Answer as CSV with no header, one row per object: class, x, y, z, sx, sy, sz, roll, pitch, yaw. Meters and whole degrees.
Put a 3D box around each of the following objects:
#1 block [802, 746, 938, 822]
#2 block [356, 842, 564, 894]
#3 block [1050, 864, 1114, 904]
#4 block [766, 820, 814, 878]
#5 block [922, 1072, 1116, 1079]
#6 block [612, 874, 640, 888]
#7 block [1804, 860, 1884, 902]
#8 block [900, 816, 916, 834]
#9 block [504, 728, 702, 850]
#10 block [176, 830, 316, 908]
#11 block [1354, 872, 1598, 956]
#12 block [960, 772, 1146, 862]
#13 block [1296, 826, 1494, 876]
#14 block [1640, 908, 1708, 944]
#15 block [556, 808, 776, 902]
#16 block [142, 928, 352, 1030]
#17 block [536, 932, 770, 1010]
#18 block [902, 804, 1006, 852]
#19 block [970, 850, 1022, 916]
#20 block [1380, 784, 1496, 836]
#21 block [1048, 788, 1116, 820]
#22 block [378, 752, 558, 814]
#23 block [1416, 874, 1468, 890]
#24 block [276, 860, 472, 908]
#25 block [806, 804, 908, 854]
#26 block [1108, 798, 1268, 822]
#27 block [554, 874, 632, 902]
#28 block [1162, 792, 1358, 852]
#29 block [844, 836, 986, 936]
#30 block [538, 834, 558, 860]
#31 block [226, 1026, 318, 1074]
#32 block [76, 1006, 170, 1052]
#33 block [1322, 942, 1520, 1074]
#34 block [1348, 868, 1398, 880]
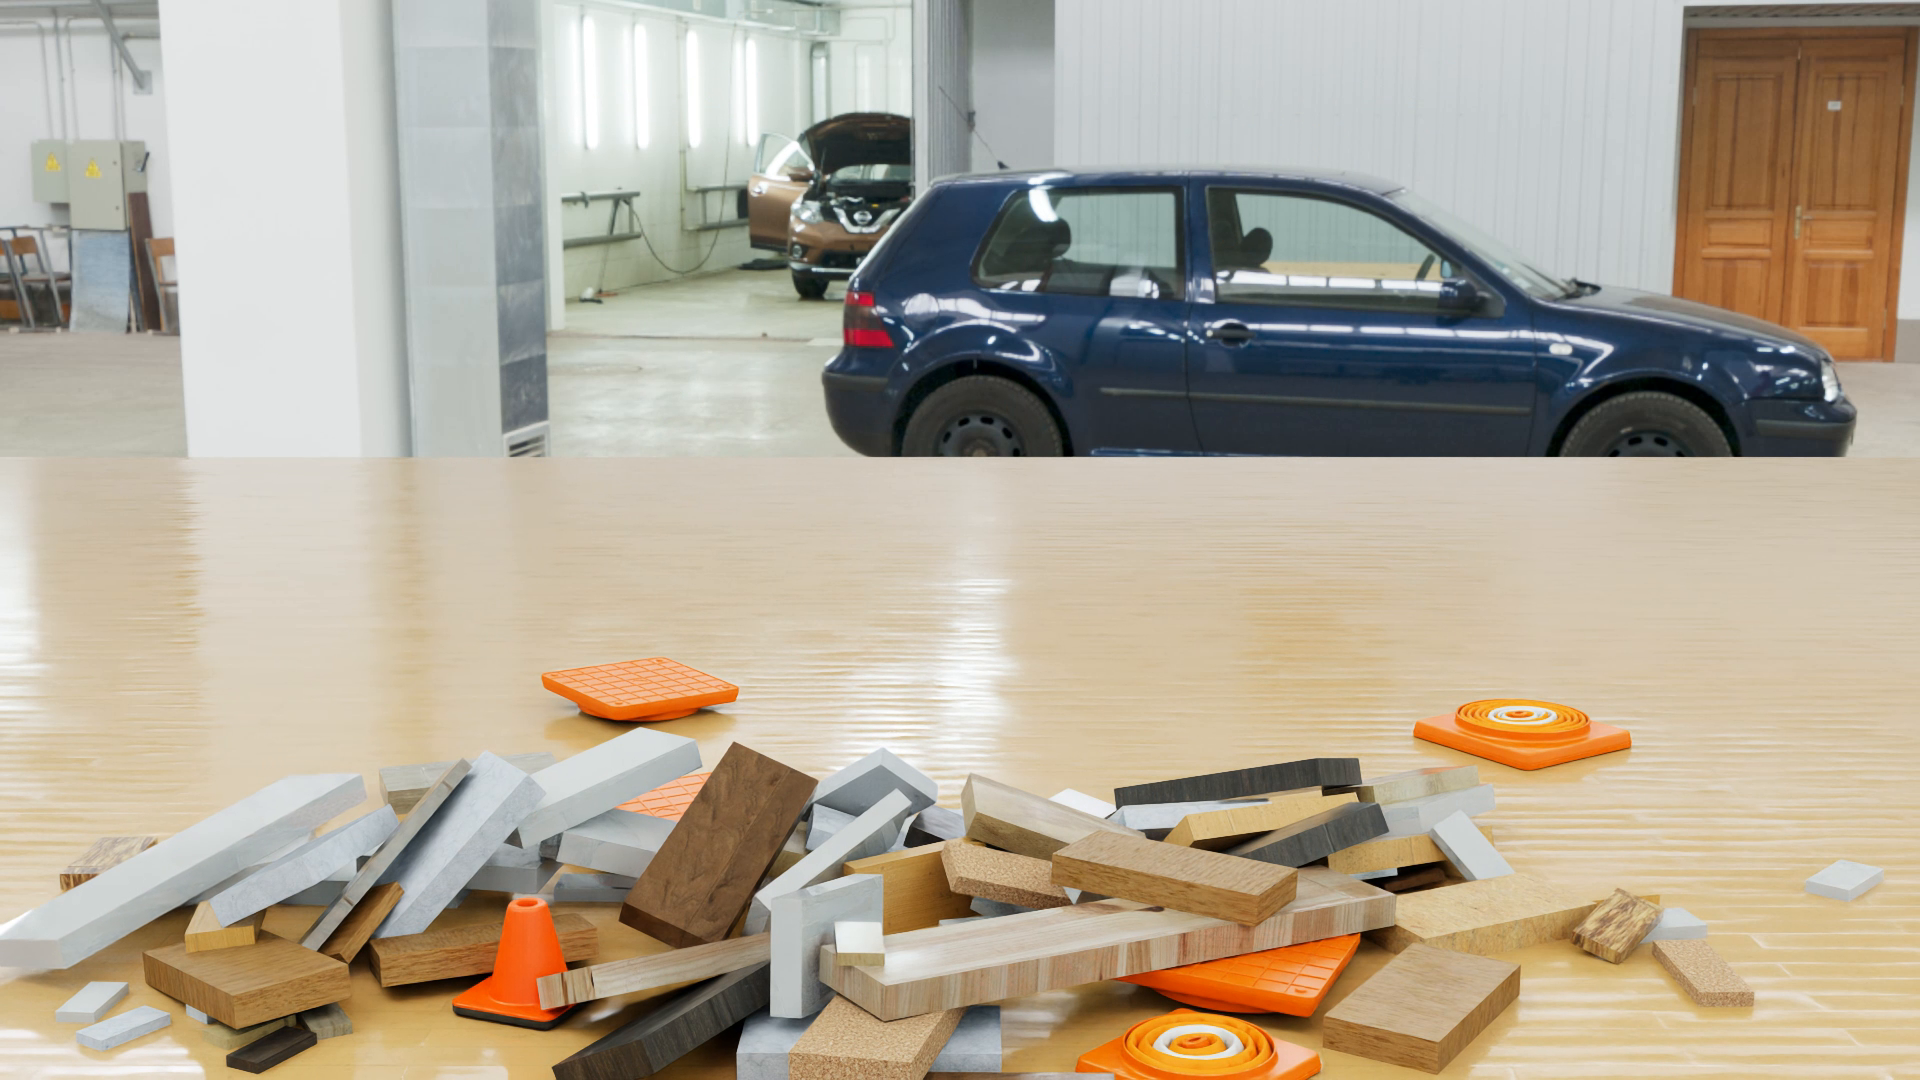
block,-0.179,0.451,3.745,0.266,0.133,0.038,-32,35,32
block,-0.825,0.529,3.643,0.302,0.043,0.151,3,11,6
block,0.254,0.554,3.493,0.208,0.029,0.104,16,21,-28
block,-0.281,0.517,3.671,0.352,0.050,0.176,15,9,-6
block,0.035,0.730,2.785,0.329,0.047,0.164,0,11,1
block,-0.500,0.560,3.663,0.153,0.022,0.077,5,11,-4
block,1.490,0.573,3.703,0.073,0.021,0.147,10,14,42
block,-0.104,0.520,3.995,0.064,0.018,0.128,-5,12,-24
block,-0.623,0.407,3.648,0.352,0.050,0.176,-23,17,-37
block,-1.224,0.549,3.630,0.302,0.043,0.151,-12,12,-7
block,0.817,0.599,3.485,0.343,0.049,0.171,-5,12,-26
block,0.161,0.487,3.636,0.320,0.045,0.160,20,15,-9
block,0.723,0.529,3.742,0.327,0.046,0.163,-4,-6,-23
block,1.091,0.612,3.487,0.159,0.023,0.080,-2,11,-11
block,-0.488,0.515,3.645,0.352,0.050,0.176,14,9,-12
block,-1.043,0.633,3.205,0.170,0.048,0.339,-10,8,-40
block,-0.428,0.618,3.167,0.319,0.045,0.159,-3,-13,-40
block,0.047,0.525,3.691,0.265,0.038,0.133,21,14,7
block,0.080,0.563,3.564,0.072,0.020,0.144,25,38,13
block,0.810,0.482,3.910,0.163,0.046,0.327,-11,-4,35
block,0.190,0.508,3.968,0.111,0.031,0.222,18,18,27
block,-0.935,0.465,4.215,0.330,0.047,0.165,-4,11,-20
block,0.824,0.579,3.691,0.103,0.015,0.051,5,11,24
block,-0.969,0.566,3.679,0.302,0.043,0.151,1,11,4
block,-0.124,0.515,3.660,0.265,0.038,0.133,19,9,-6
block,0.405,0.497,3.910,0.264,0.037,0.132,-2,-18,-10
block,-0.593,0.579,3.667,0.153,0.022,0.076,0,11,1
block,0.506,0.504,3.743,0.327,0.046,0.163,-4,-30,-22
block,-0.071,0.556,3.510,0.247,0.124,0.035,-7,14,-34
block,-0.620,0.516,3.642,0.153,0.022,0.077,14,9,-11
block,-0.947,0.701,3.026,0.057,0.016,0.113,5,12,26
block,-1.179,0.688,3.099,0.057,0.016,0.113,7,12,32
block,0.664,0.664,3.141,0.166,0.047,0.333,7,12,32
block,0.677,0.561,3.694,0.103,0.015,0.051,-6,-6,-10
